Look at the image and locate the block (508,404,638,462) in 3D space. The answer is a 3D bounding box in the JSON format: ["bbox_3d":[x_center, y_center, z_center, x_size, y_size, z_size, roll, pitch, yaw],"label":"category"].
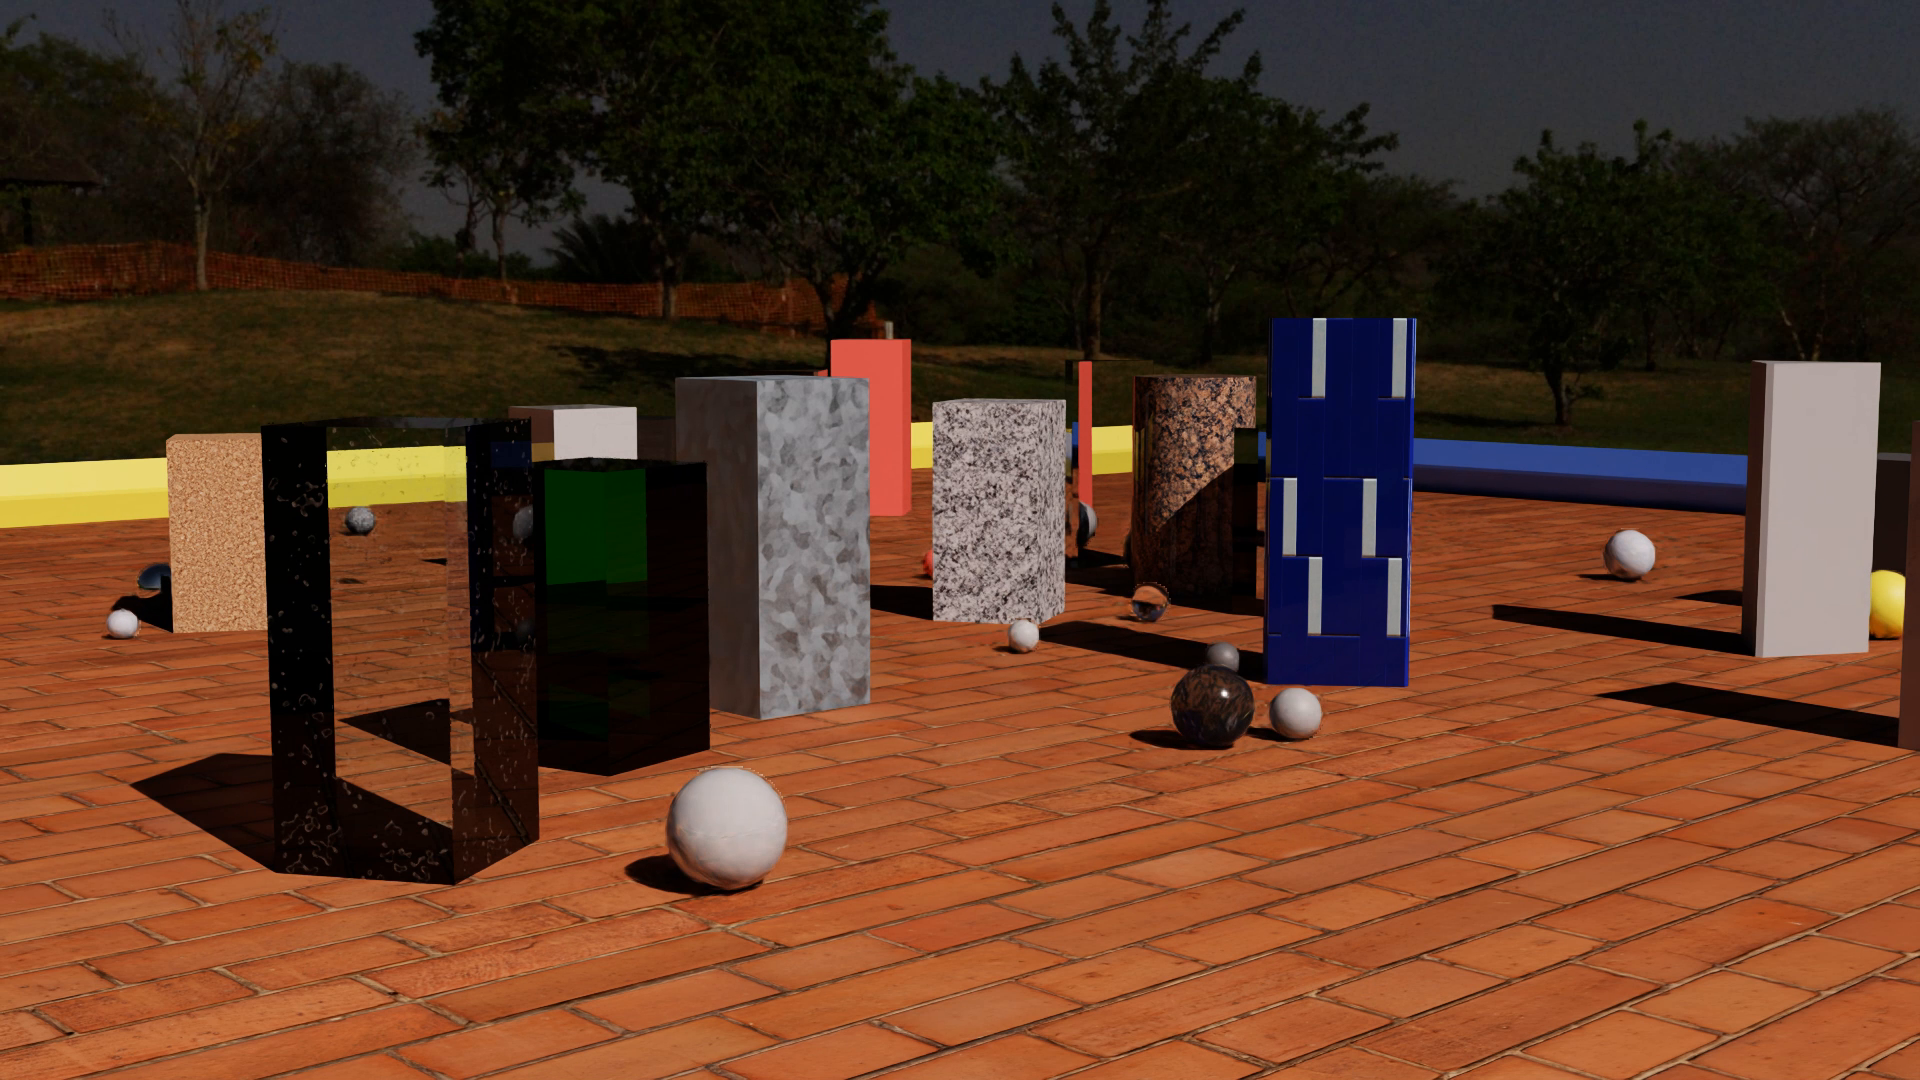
[{"bbox_3d":[-0.648,-0.082,3.688,0.155,0.282,0.155,-5,8,-39],"label":"block"}]

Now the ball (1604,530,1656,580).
[{"bbox_3d":[1.103,0.025,3.622,0.082,0.082,0.082,0,6,0],"label":"ball"}]

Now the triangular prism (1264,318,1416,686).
[{"bbox_3d":[0.455,-0.051,2.660,0.167,0.434,0.145,1,6,7],"label":"triangular prism"}]

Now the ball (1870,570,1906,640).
[{"bbox_3d":[1.249,0.088,2.975,0.093,0.093,0.093,0,6,0],"label":"ball"}]

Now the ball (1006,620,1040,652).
[{"bbox_3d":[0.082,0.125,2.859,0.043,0.043,0.043,0,6,0],"label":"ball"}]

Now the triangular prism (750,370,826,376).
[{"bbox_3d":[-0.318,-0.188,4.509,0.167,0.320,0.145,4,7,33],"label":"triangular prism"}]

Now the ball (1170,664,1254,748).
[{"bbox_3d":[0.257,0.169,2.238,0.085,0.085,0.085,0,6,0],"label":"ball"}]

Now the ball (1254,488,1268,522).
[{"bbox_3d":[0.625,-0.074,4.624,0.071,0.071,0.071,0,6,0],"label":"ball"}]

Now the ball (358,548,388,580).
[{"bbox_3d":[-0.972,0.039,3.639,0.051,0.051,0.051,0,6,0],"label":"ball"}]

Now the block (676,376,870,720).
[{"bbox_3d":[-0.211,0.001,2.480,0.155,0.368,0.155,-5,8,-41],"label":"block"}]

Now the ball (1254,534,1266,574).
[{"bbox_3d":[0.461,0.024,3.625,0.084,0.084,0.084,0,6,0],"label":"ball"}]

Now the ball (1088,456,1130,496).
[{"bbox_3d":[0.355,-0.151,5.231,0.097,0.097,0.097,0,6,0],"label":"ball"}]

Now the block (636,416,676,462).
[{"bbox_3d":[-0.601,-0.109,4.127,0.155,0.243,0.155,1,6,12],"label":"block"}]

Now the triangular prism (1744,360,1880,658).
[{"bbox_3d":[1.084,-0.046,2.894,0.167,0.376,0.145,-2,6,-17],"label":"triangular prism"}]

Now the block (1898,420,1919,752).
[{"bbox_3d":[1.063,0.048,2.205,0.155,0.333,0.155,-4,7,-36],"label":"block"}]

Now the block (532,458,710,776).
[{"bbox_3d":[-0.360,0.070,2.191,0.155,0.292,0.155,4,7,32],"label":"block"}]

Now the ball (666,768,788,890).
[{"bbox_3d":[-0.179,0.222,1.690,0.094,0.094,0.094,0,6,0],"label":"ball"}]

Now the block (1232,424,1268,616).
[{"bbox_3d":[0.503,-0.030,3.234,0.155,0.273,0.155,3,7,28],"label":"block"}]

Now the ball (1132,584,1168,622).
[{"bbox_3d":[0.272,0.090,3.148,0.053,0.053,0.053,0,6,0],"label":"ball"}]

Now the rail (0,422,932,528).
[{"bbox_3d":[-1.460,-0.133,4.905,4.509,0.126,0.045,-6,8,-42],"label":"rail"}]

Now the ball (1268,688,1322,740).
[{"bbox_3d":[0.348,0.180,2.279,0.055,0.055,0.055,0,6,0],"label":"ball"}]

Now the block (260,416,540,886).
[{"bbox_3d":[-0.448,0.082,1.779,0.155,0.354,0.155,2,6,14],"label":"block"}]

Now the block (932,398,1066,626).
[{"bbox_3d":[0.058,-0.045,3.186,0.155,0.312,0.155,2,6,17],"label":"block"}]

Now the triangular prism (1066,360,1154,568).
[{"bbox_3d":[0.230,-0.140,3.883,0.167,0.355,0.145,-4,7,-32],"label":"triangular prism"}]

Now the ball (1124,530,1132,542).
[{"bbox_3d":[0.321,0.012,3.716,0.089,0.089,0.089,0,6,0],"label":"ball"}]

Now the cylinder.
[{"bbox_3d":[0.368,-0.089,3.473,0.193,0.340,0.193,0,6,0],"label":"cylinder"}]

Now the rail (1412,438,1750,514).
[{"bbox_3d":[1.640,-0.125,4.837,0.045,0.126,4.353,-6,8,-42],"label":"rail"}]

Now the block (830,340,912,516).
[{"bbox_3d":[-0.193,-0.249,4.815,0.155,0.378,0.155,1,6,6],"label":"block"}]

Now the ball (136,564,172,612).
[{"bbox_3d":[-1.182,0.071,3.252,0.069,0.069,0.069,0,6,0],"label":"ball"}]

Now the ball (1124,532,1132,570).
[{"bbox_3d":[0.317,0.018,3.619,0.096,0.096,0.096,0,6,0],"label":"ball"}]

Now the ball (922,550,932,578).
[{"bbox_3d":[-0.035,0.039,3.634,0.053,0.053,0.053,0,6,0],"label":"ball"}]

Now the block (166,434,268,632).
[{"bbox_3d":[-1.030,-0.014,3.113,0.155,0.266,0.155,-2,6,-15],"label":"block"}]

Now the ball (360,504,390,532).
[{"bbox_3d":[-1.171,-0.044,4.399,0.057,0.057,0.057,0,6,0],"label":"ball"}]

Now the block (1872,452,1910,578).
[{"bbox_3d":[1.366,-0.003,3.174,0.155,0.232,0.155,-5,8,-41],"label":"block"}]

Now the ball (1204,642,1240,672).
[{"bbox_3d":[0.318,0.145,2.662,0.044,0.044,0.044,0,6,0],"label":"ball"}]

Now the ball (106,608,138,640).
[{"bbox_3d":[-1.132,0.114,2.973,0.041,0.041,0.041,0,6,0],"label":"ball"}]
